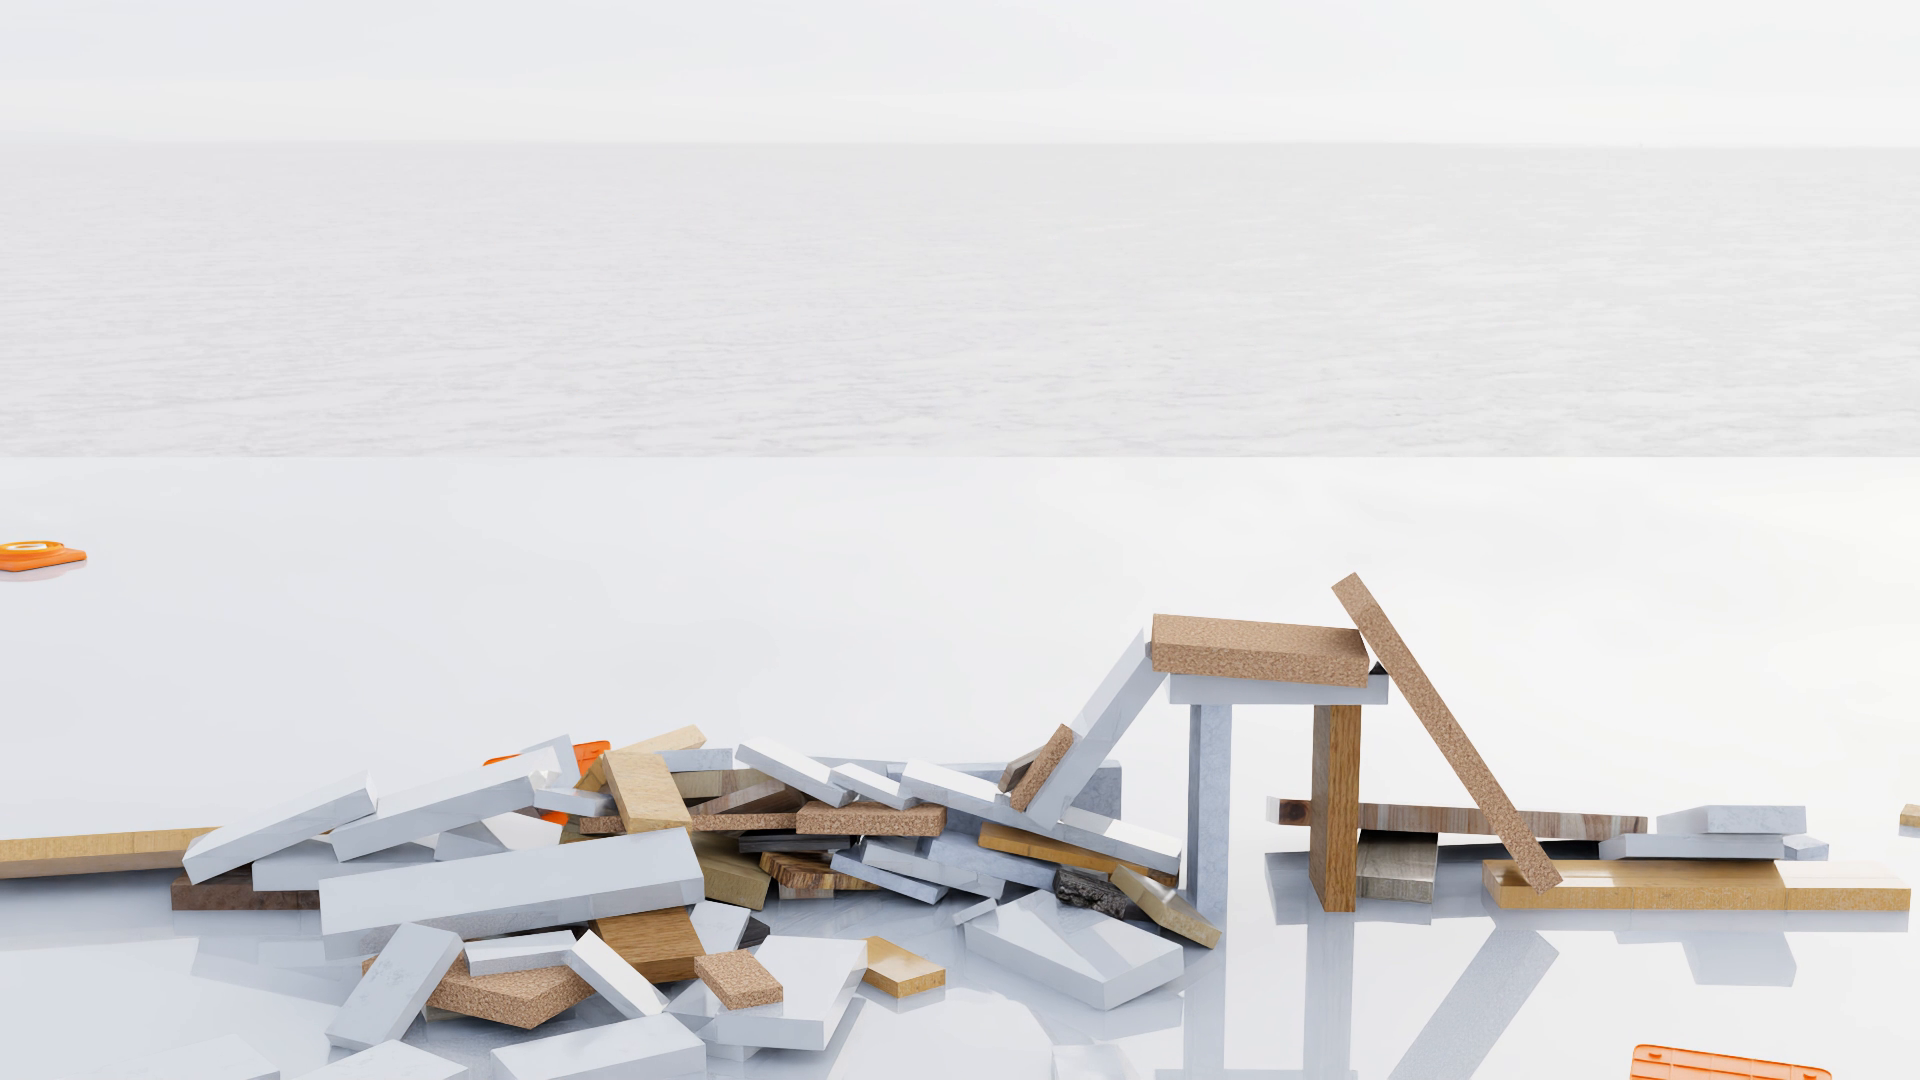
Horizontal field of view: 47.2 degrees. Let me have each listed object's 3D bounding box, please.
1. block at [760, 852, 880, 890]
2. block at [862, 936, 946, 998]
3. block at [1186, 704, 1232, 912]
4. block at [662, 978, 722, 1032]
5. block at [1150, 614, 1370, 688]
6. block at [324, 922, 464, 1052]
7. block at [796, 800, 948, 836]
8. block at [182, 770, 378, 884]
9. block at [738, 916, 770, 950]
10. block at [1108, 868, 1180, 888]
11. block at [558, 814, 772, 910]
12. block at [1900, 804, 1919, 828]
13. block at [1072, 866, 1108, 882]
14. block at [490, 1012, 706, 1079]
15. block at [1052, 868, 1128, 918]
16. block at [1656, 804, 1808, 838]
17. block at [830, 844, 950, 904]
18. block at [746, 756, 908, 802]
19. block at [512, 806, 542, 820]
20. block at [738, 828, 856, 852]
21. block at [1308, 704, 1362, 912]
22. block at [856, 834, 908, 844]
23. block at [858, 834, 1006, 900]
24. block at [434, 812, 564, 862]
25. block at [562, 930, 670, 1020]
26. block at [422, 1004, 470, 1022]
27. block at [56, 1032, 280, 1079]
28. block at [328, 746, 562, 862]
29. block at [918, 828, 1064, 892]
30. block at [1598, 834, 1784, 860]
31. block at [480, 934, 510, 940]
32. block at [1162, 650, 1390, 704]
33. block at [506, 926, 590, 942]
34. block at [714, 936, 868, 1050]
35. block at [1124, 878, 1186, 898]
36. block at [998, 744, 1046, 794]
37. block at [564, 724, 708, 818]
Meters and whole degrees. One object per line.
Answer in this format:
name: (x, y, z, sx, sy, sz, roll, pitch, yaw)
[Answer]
block: (-0.230, 0.549, 3.651, 0.184, 0.026, 0.092, 8, 11, -38)
block: (-0.110, 0.643, 3.317, 0.088, 0.025, 0.175, -8, 13, -37)
block: (0.411, 0.419, 3.636, 0.049, 0.349, 0.175, 0, 11, 0)
block: (-0.359, 0.667, 3.188, 0.083, 0.024, 0.167, 3, 11, 17)
block: (0.476, 0.176, 3.521, 0.335, 0.047, 0.167, 4, 14, 3)
block: (-0.794, 0.631, 3.093, 0.099, 0.028, 0.199, 6, 44, 27)
block: (-0.146, 0.463, 3.662, 0.236, 0.033, 0.118, 0, 3, 6)
block: (-1.122, 0.473, 3.642, 0.307, 0.043, 0.153, -22, 10, -11)
block: (-0.396, 0.621, 3.431, 0.178, 0.025, 0.089, -8, 13, -35)
block: (0.309, 0.562, 3.690, 0.113, 0.016, 0.056, 3, 11, 13)
block: (-0.483, 0.522, 3.660, 0.346, 0.049, 0.173, 15, 10, -2)
block: (1.806, 0.513, 4.025, 0.149, 0.021, 0.075, 6, 12, 31)
block: (0.249, 0.563, 3.770, 0.056, 0.016, 0.113, 9, 14, 40)
block: (-0.487, 0.701, 2.969, 0.257, 0.036, 0.129, -6, 12, -30)
block: (0.206, 0.563, 3.519, 0.106, 0.030, 0.212, 16, -3, 1)
block: (1.321, 0.489, 3.780, 0.160, 0.045, 0.320, 0, -11, 3)
block: (-0.114, 0.553, 3.653, 0.184, 0.026, 0.092, 17, 9, 13)
block: (-0.218, 0.447, 3.950, 0.339, 0.048, 0.170, 5, -29, -10)
block: (-0.781, 0.507, 3.854, 0.093, 0.026, 0.186, -24, 32, -19)
block: (-0.270, 0.500, 3.675, 0.184, 0.026, 0.092, -3, -1, 4)
block: (0.619, 0.418, 3.636, 0.049, 0.349, 0.175, 0, 11, 0)
block: (-0.133, 0.533, 3.780, 0.020, 0.072, 0.143, -7, 12, -32)
block: (-0.048, 0.537, 3.652, 0.236, 0.033, 0.118, 16, 4, -7)
block: (-0.679, 0.523, 3.650, 0.346, 0.049, 0.173, 15, 10, -2)
block: (-0.490, 0.629, 3.138, 0.157, 0.022, 0.078, 41, 15, 1)
block: (-0.684, 0.657, 3.225, 0.214, 0.030, 0.107, -5, 11, -23)
block: (-1.059, 0.721, 2.841, 0.311, 0.044, 0.156, -8, 13, -38)
block: (-0.844, 0.433, 3.624, 0.346, 0.049, 0.173, -17, 9, 6)
block: (0.054, 0.531, 3.669, 0.236, 0.033, 0.118, 16, 4, -10)
block: (1.241, 0.527, 3.738, 0.268, 0.038, 0.134, 1, -15, -2)
block: (-0.711, 0.622, 3.412, 0.107, 0.030, 0.214, 8, 13, 35)
block: (0.510, 0.223, 3.597, 0.349, 0.049, 0.175, 0, 11, 0)
block: (-0.606, 0.588, 3.443, 0.107, 0.030, 0.214, 25, 22, 33)
block: (-0.236, 0.643, 3.139, 0.152, 0.043, 0.303, 2, 11, 9)
block: (0.323, 0.580, 3.678, 0.113, 0.016, 0.056, 1, 11, 5)
block: (0.118, 0.385, 3.736, 0.120, 0.060, 0.017, -21, 54, -43)
block: (-0.579, 0.413, 3.910, 0.039, 0.137, 0.274, 48, 27, 15)
